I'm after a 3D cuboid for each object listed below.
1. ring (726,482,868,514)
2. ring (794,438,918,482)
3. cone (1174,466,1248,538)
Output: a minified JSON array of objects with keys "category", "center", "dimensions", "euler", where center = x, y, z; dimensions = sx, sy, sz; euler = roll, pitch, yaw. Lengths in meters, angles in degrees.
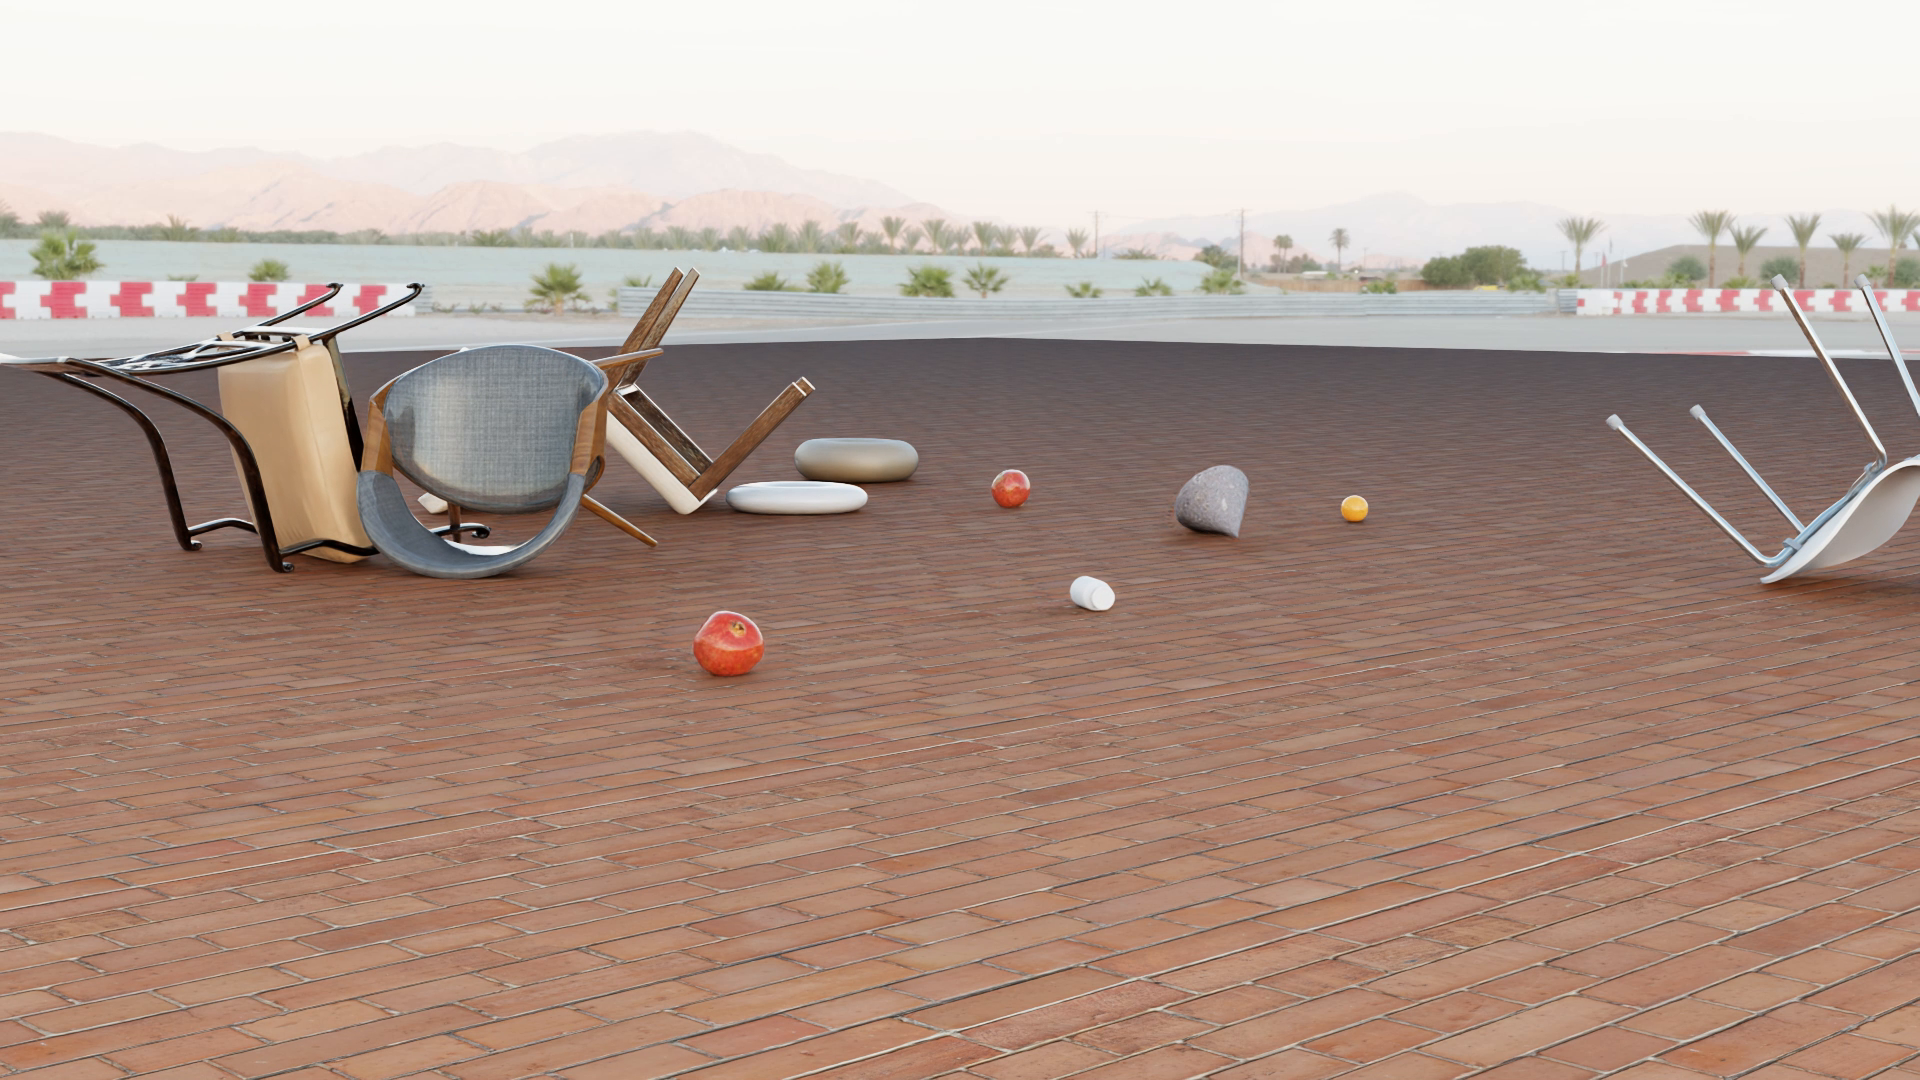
[{"category":"ring","center":[-0.459,-0.118,7.195],"dimensions":[0.411,0.075,0.354],"euler":[2,5,23]},{"category":"ring","center":[-0.336,-0.259,8.306],"dimensions":[0.402,0.129,0.433],"euler":[0,5,-14]},{"category":"cone","center":[0.674,-0.056,6.530],"dimensions":[0.207,0.205,0.166],"euler":[18,28,-34]}]
